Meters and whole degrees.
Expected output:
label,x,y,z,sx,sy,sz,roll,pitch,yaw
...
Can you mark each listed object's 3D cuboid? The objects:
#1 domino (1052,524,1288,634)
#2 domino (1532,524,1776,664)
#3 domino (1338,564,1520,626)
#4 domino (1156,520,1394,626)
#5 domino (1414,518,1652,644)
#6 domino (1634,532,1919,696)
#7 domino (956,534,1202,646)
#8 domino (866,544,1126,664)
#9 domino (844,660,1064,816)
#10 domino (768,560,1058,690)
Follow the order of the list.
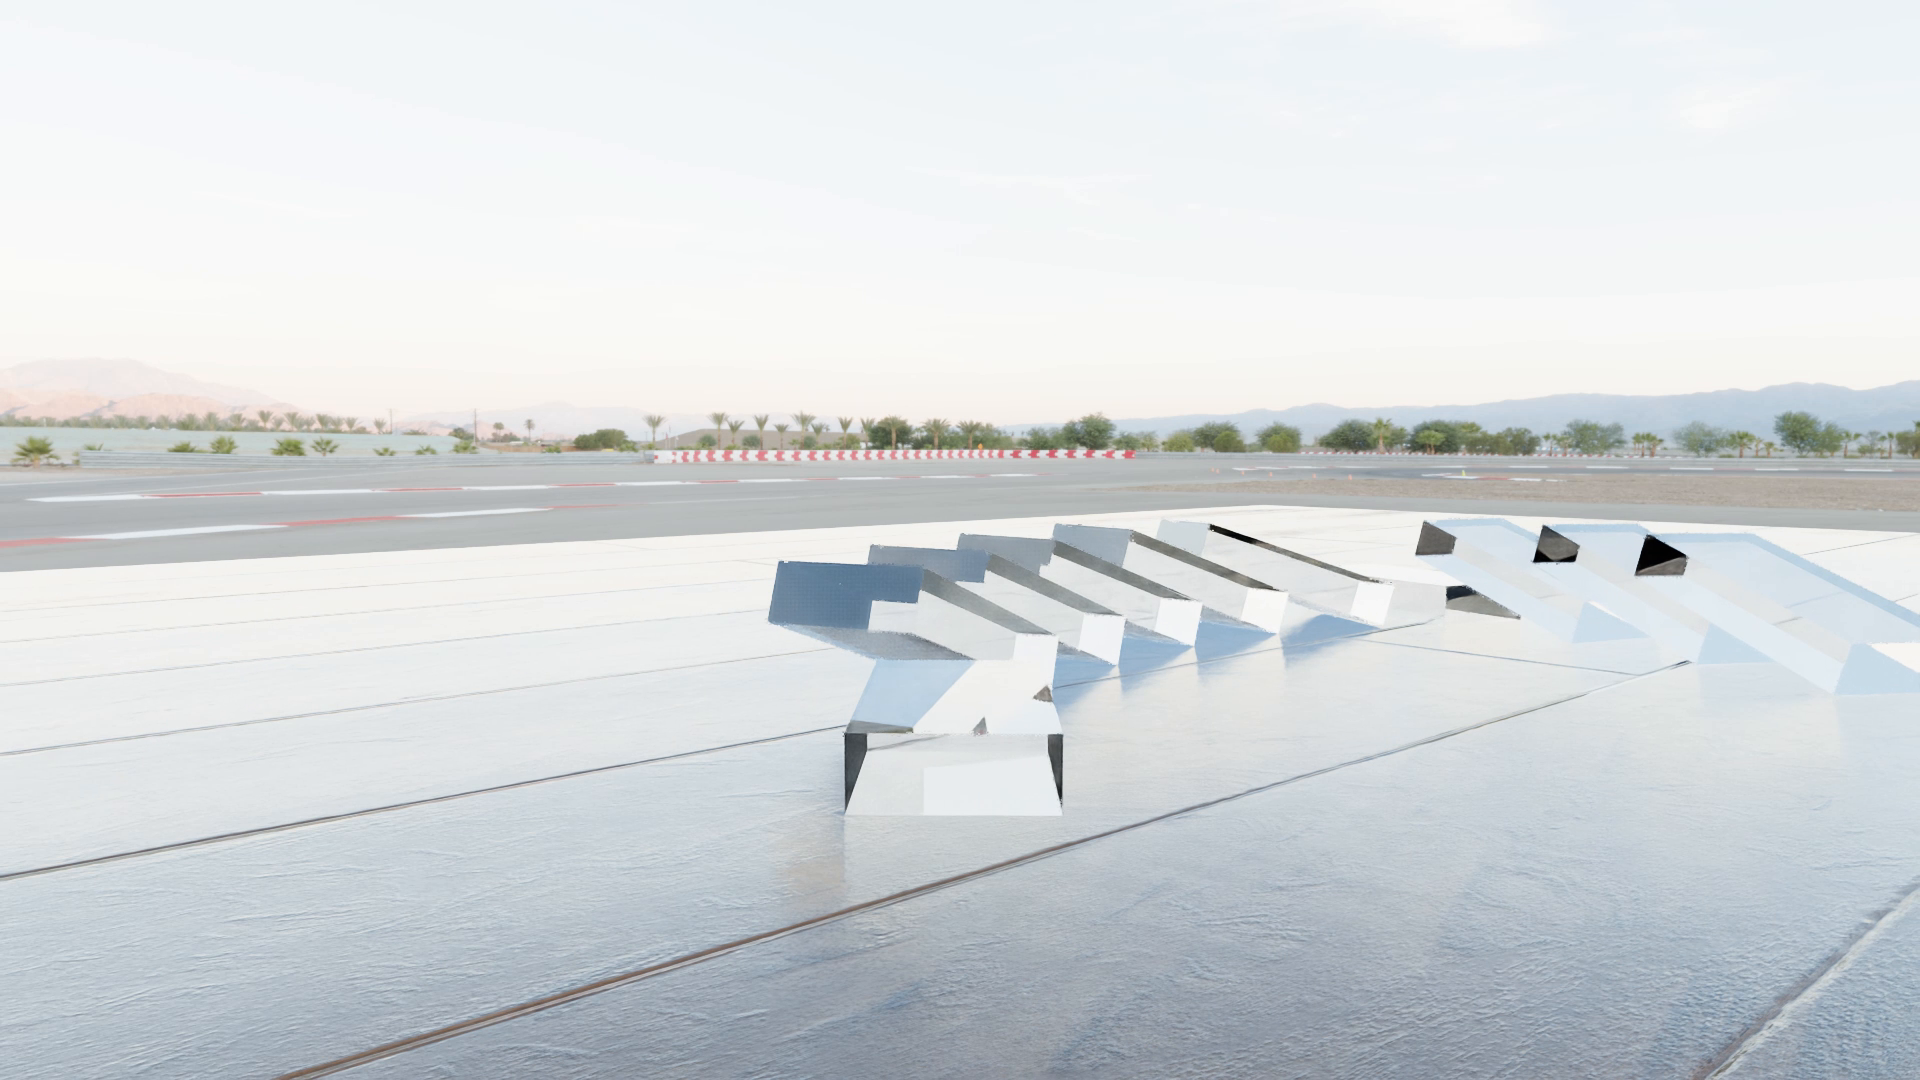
label,x,y,z,sx,sy,sz,roll,pitch,yaw
domino,0.046,0.009,0.285,0.050,0.010,0.025,20,-8,-34
domino,0.148,0.010,0.270,0.025,0.009,0.050,0,22,-14
domino,0.113,0.013,0.327,0.025,0.009,0.050,-2,5,-26
domino,0.073,0.007,0.303,0.050,0.009,0.025,18,-2,-17
domino,0.133,0.008,0.298,0.025,0.010,0.050,-2,22,-23
domino,0.154,0.012,0.239,0.025,0.009,0.050,0,22,-12
domino,0.025,0.010,0.262,0.025,0.010,0.050,4,-13,45
domino,0.007,0.012,0.235,0.025,0.009,0.050,3,-13,35
domino,0.000,0.025,0.172,0.025,0.009,0.050,0,4,1
domino,-0.006,0.014,0.207,0.025,0.010,0.050,2,-14,28
